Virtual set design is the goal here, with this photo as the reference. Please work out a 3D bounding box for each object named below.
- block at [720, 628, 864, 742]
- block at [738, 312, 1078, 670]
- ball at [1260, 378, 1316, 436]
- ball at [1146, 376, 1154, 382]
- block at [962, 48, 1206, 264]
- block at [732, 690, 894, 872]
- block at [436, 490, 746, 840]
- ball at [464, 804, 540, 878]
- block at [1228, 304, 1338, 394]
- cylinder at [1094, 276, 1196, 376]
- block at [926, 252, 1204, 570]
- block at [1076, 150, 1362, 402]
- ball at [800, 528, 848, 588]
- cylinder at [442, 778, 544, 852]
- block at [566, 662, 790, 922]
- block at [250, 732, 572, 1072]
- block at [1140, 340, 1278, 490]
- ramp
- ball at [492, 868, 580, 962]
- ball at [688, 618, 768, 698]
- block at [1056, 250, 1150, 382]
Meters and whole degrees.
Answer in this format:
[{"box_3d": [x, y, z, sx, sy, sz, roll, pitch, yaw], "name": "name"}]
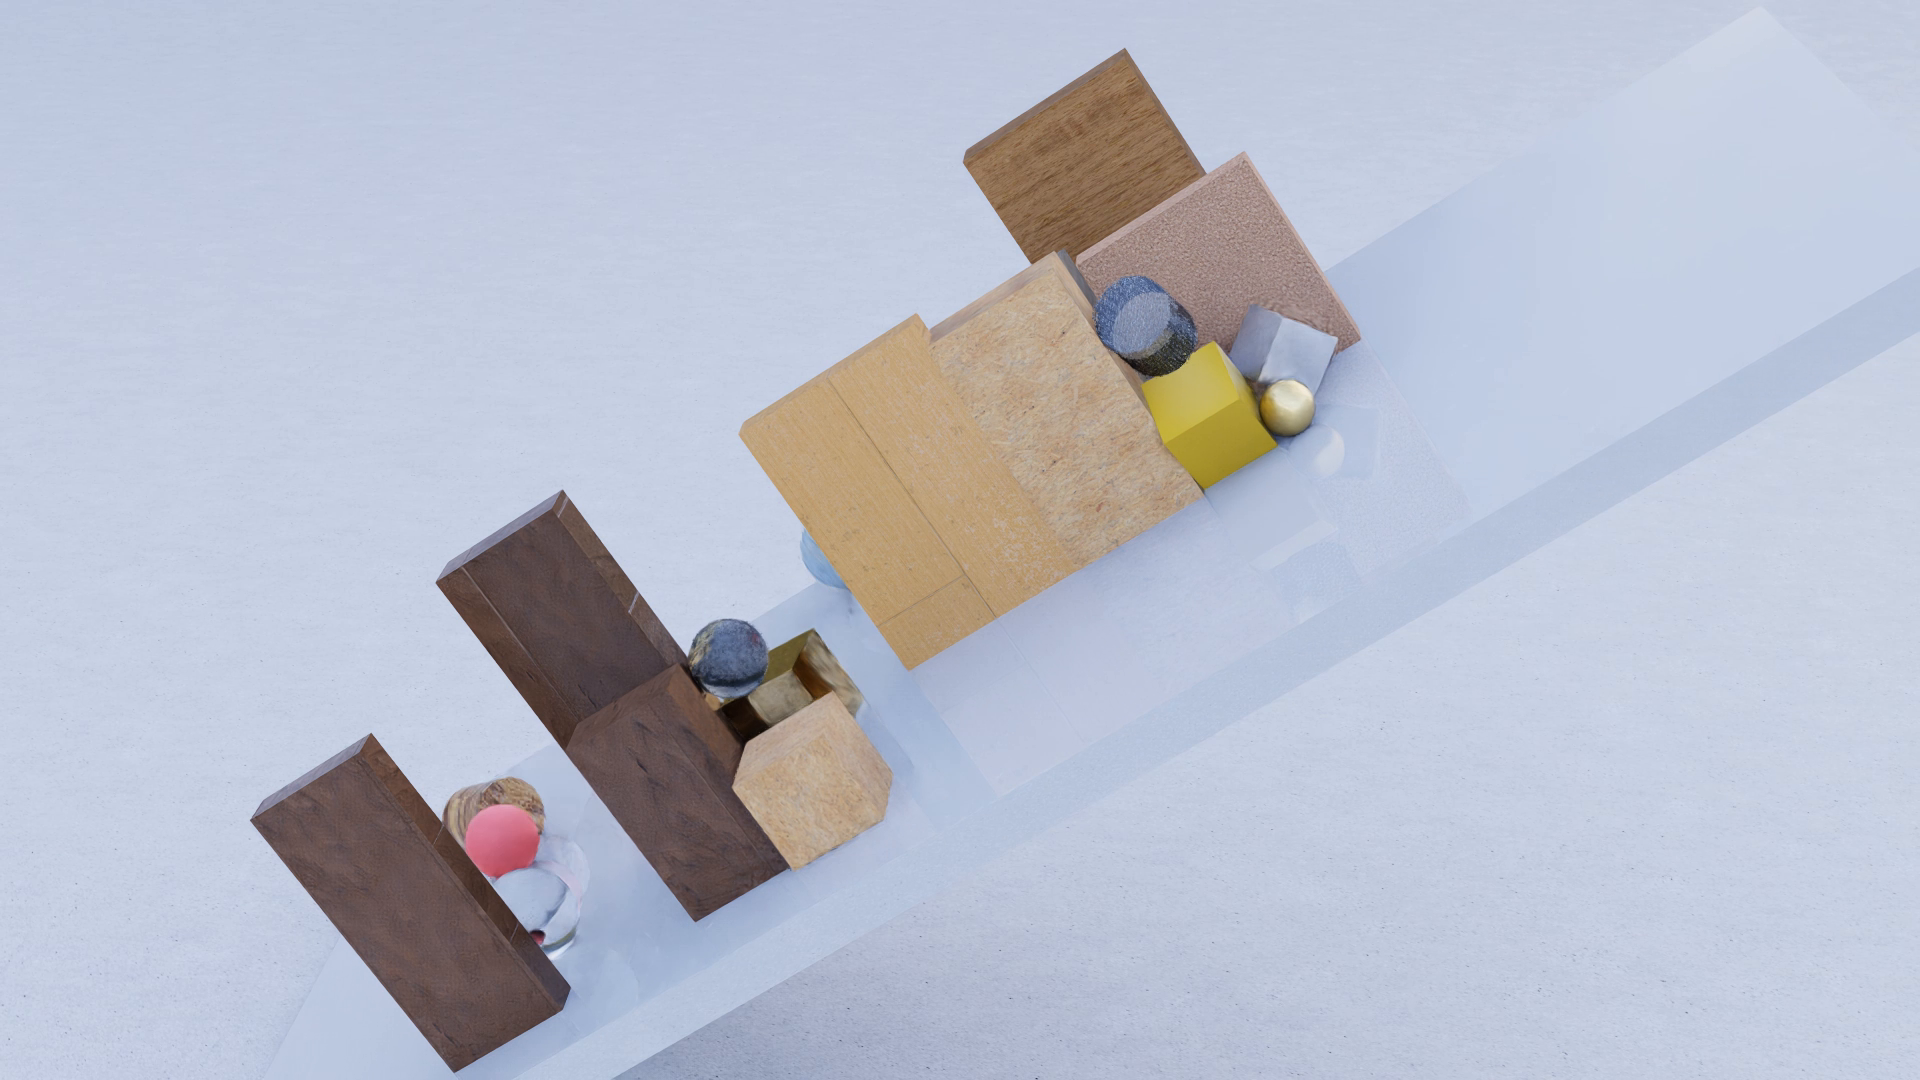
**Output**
[{"box_3d": [-0.356, 0.346, 6.262, 0.192, 0.192, 0.192, -29, 16, 23], "name": "block"}, {"box_3d": [-0.100, -0.096, 6.206, 0.444, 0.635, 0.084, -31, 16, 14], "name": "block"}, {"box_3d": [0.678, -0.275, 6.087, 0.117, 0.117, 0.117, 0, 21, 0], "name": "ball"}, {"box_3d": [0.482, -0.281, 6.361, 0.201, 0.201, 0.201, 0, 21, 0], "name": "ball"}, {"box_3d": [0.393, -0.733, 6.944, 0.447, 0.711, 0.127, -31, 16, 14], "name": "block"}, {"box_3d": [-0.283, 0.466, 5.705, 0.210, 0.210, 0.210, -31, 15, 14], "name": "block"}, {"box_3d": [-0.737, 0.292, 6.146, 0.300, 0.761, 0.119, -31, 16, 14], "name": "block"}, {"box_3d": [-1.050, 0.690, 6.741, 0.169, 0.169, 0.169, 0, 21, 0], "name": "ball"}, {"box_3d": [0.681, -0.397, 6.237, 0.146, 0.146, 0.146, 18, 8, -27], "name": "block"}, {"box_3d": [0.384, -0.441, 6.077, 0.164, 0.164, 0.164, 11, -9, 27], "name": "cylinder"}, {"box_3d": [0.223, -0.268, 6.147, 0.311, 0.579, 0.143, -31, 16, 14], "name": "block"}, {"box_3d": [0.564, -0.529, 6.415, 0.431, 0.474, 0.085, -31, 16, 14], "name": "block"}, {"box_3d": [-0.281, 0.014, 7.084, 0.206, 0.206, 0.206, 0, 21, 0], "name": "ball"}, {"box_3d": [-1.100, 0.657, 6.931, 0.177, 0.177, 0.177, -18, 1, -39], "name": "cylinder"}, {"box_3d": [-0.533, 0.493, 5.729, 0.244, 0.432, 0.133, -31, 16, 14], "name": "block"}, {"box_3d": [-1.073, 0.717, 5.771, 0.271, 0.657, 0.092, -31, 16, 14], "name": "block"}, {"box_3d": [0.519, -0.260, 6.126, 0.181, 0.181, 0.181, -31, 46, 14], "name": "block"}, {"box_3d": [0.138, 0.171, 6.298, 4.000, 0.100, 2.000, -31, 16, 14], "name": "ramp"}, {"box_3d": [-0.887, 0.778, 6.052, 0.207, 0.207, 0.207, 0, 21, 0], "name": "ball"}, {"box_3d": [-0.483, 0.247, 6.140, 0.168, 0.168, 0.168, 0, 21, 0], "name": "ball"}, {"box_3d": [0.196, -0.357, 6.706, 0.394, 0.460, 0.129, -31, 16, 14], "name": "block"}]
